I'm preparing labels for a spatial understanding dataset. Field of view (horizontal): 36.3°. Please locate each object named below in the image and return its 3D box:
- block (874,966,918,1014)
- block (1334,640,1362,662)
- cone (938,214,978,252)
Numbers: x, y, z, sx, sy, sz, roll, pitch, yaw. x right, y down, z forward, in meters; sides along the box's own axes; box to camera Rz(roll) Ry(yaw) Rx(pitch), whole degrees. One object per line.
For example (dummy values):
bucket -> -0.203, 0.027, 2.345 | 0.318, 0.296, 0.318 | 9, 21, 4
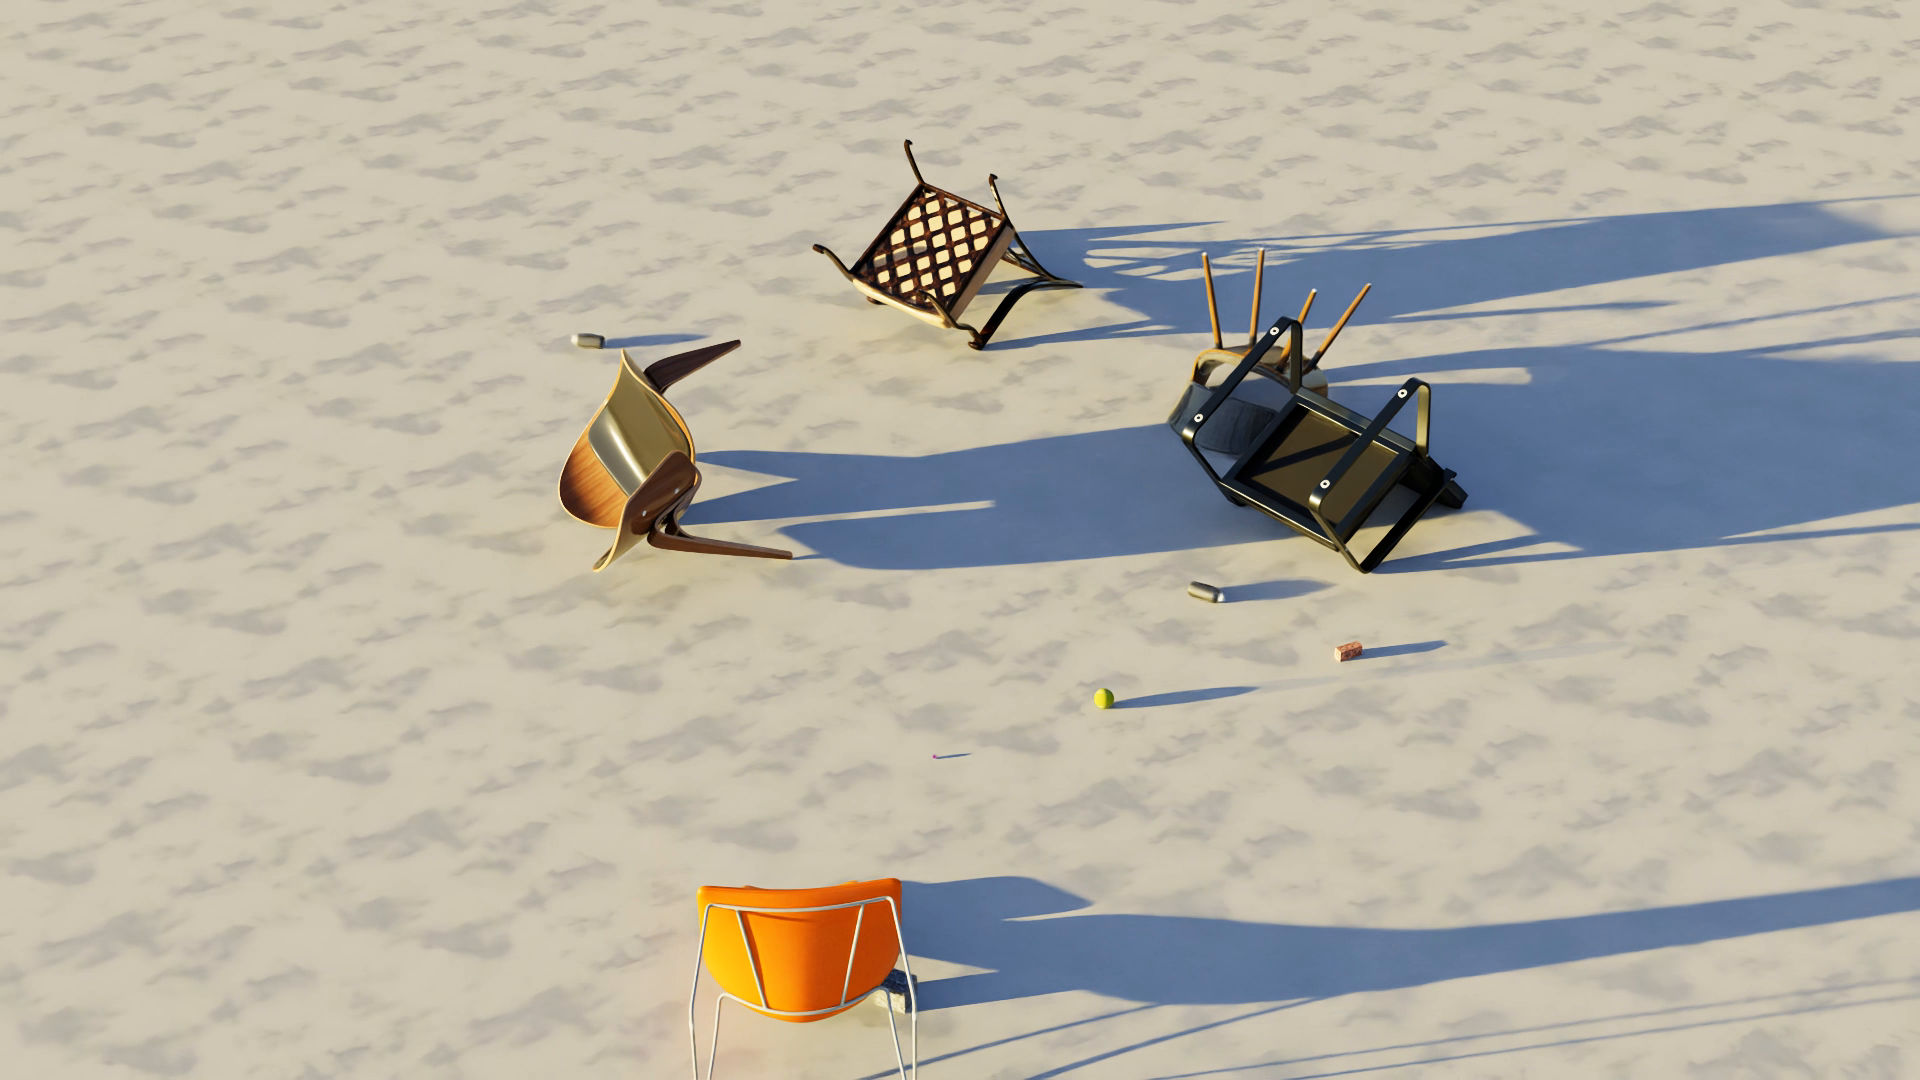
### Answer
block -> -0.192, 1.353, 8.818 | 0.098, 0.080, 0.088 | 14, 36, 21
block -> 1.367, 0.391, 10.313 | 0.091, 0.041, 0.034 | -16, 37, -23
cone -> -0.045, -1.347, 12.916 | 0.215, 0.133, 0.171 | 32, -12, -24
